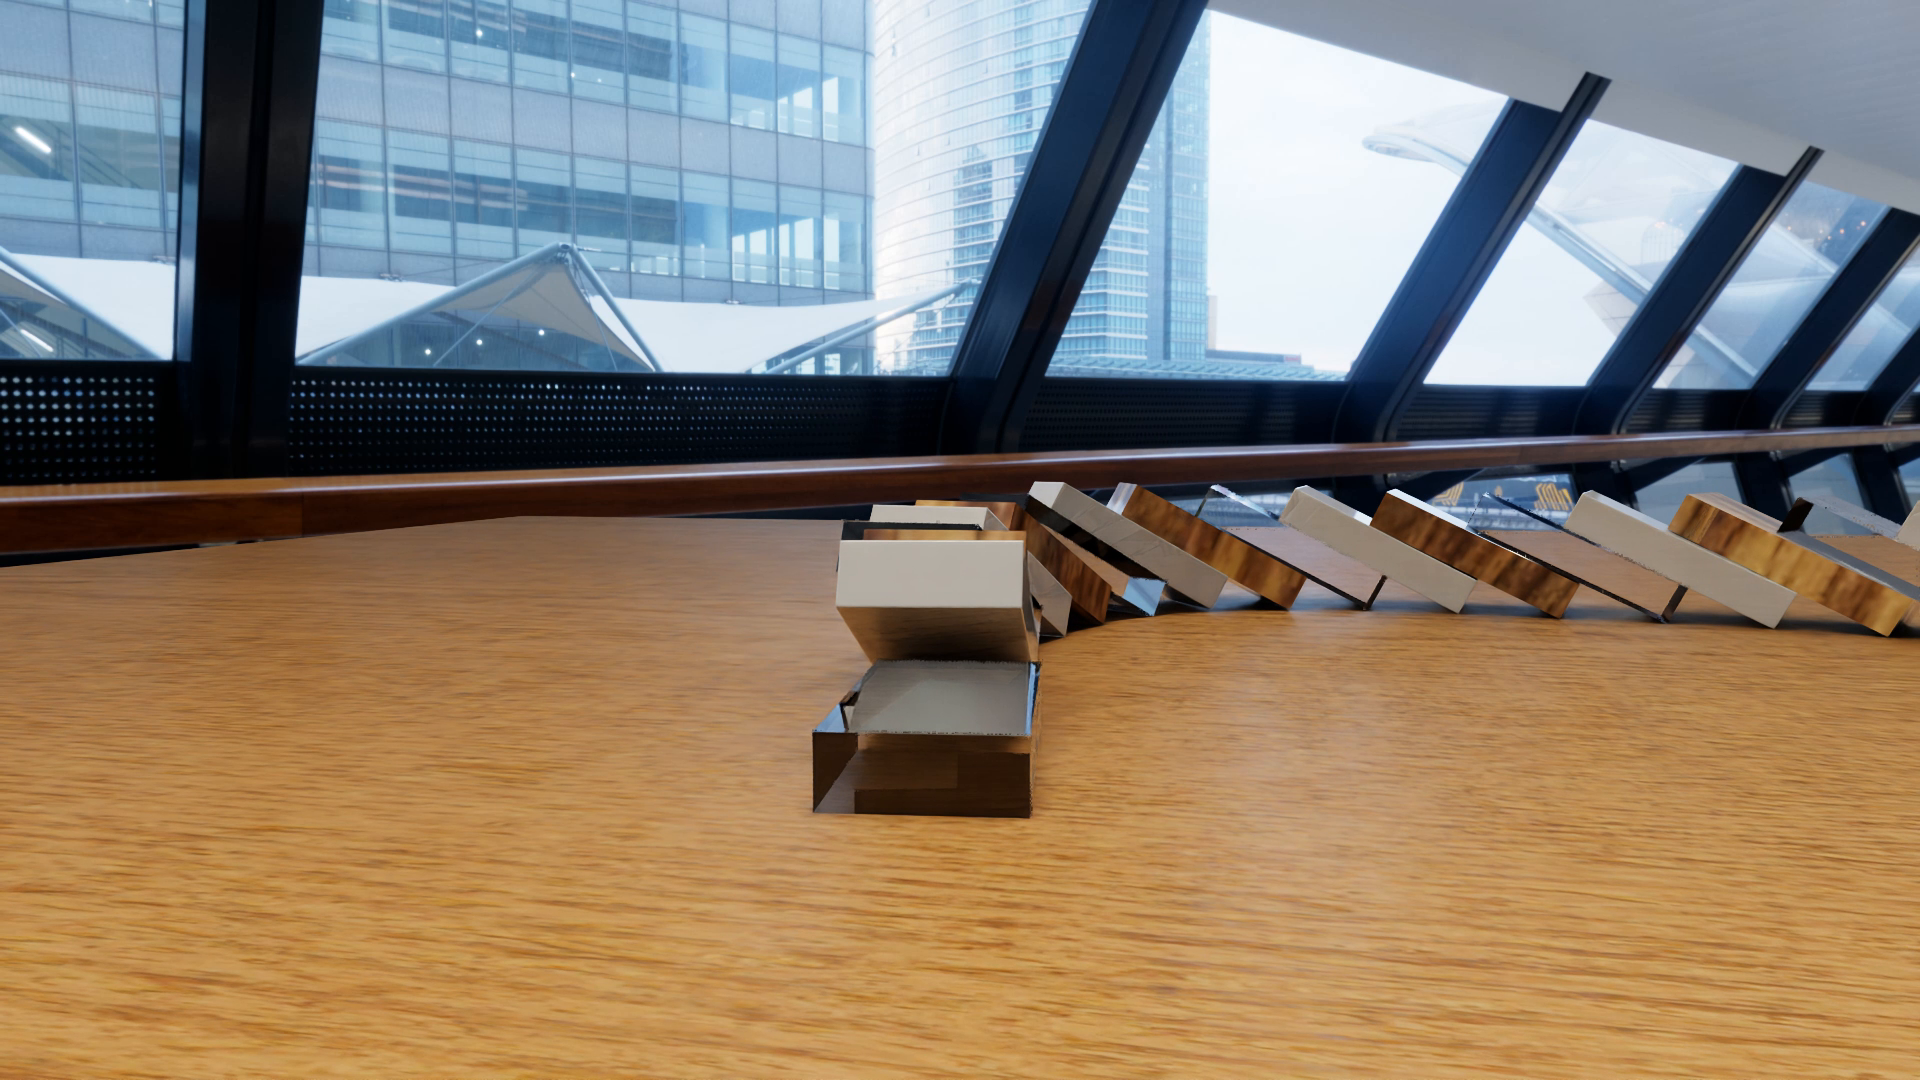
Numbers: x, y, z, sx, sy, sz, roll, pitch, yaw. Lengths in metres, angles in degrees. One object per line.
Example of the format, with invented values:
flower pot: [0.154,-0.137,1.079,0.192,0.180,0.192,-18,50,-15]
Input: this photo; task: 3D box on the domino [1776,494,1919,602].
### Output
domino: [0.216,0.006,0.289,0.025,0.009,0.050,-3,31,-41]

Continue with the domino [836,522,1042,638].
domino: [-0.002,0.010,0.246,0.025,0.009,0.050,1,-19,18]

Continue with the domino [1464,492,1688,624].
domino: [0.154,0.003,0.322,0.050,0.010,0.025,29,15,19]

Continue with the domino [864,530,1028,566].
domino: [-0.001,0.011,0.219,0.025,0.009,0.050,1,-20,4]

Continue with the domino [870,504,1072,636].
domino: [0.003,0.007,0.269,0.025,0.009,0.050,2,-21,26]

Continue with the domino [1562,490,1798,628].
domino: [0.176,0.004,0.314,0.050,0.010,0.025,31,19,26]

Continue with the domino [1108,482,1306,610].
domino: [0.064,0.001,0.338,0.050,0.009,0.025,28,2,-5]

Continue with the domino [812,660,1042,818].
domino: [-0.002,0.025,0.171,0.025,0.009,0.050,0,4,5]

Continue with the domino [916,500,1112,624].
domino: [0.012,0.006,0.290,0.025,0.009,0.050,3,-21,33]

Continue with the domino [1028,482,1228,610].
domino: [0.042,0.001,0.331,0.050,0.010,0.025,29,-4,-13]

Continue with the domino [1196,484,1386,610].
domino: [0.088,0.001,0.343,0.050,0.009,0.025,29,11,12]

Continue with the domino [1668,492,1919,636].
domino: [0.198,0.005,0.304,0.025,0.009,0.050,-4,31,-45]

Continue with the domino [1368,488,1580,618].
domino: [0.132,0.003,0.330,0.050,0.009,0.025,29,15,19]

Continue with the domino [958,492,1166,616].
domino: [0.024,0.004,0.313,0.050,0.010,0.025,30,-15,-36]

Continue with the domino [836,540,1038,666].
domino: [-0.002,0.013,0.195,0.025,0.009,0.050,0,-20,6]

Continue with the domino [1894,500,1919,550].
domino: [0.231,0.007,0.273,0.025,0.009,0.050,-3,31,-38]

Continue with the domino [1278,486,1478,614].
domino: [0.111,0.002,0.339,0.050,0.010,0.025,30,14,17]
